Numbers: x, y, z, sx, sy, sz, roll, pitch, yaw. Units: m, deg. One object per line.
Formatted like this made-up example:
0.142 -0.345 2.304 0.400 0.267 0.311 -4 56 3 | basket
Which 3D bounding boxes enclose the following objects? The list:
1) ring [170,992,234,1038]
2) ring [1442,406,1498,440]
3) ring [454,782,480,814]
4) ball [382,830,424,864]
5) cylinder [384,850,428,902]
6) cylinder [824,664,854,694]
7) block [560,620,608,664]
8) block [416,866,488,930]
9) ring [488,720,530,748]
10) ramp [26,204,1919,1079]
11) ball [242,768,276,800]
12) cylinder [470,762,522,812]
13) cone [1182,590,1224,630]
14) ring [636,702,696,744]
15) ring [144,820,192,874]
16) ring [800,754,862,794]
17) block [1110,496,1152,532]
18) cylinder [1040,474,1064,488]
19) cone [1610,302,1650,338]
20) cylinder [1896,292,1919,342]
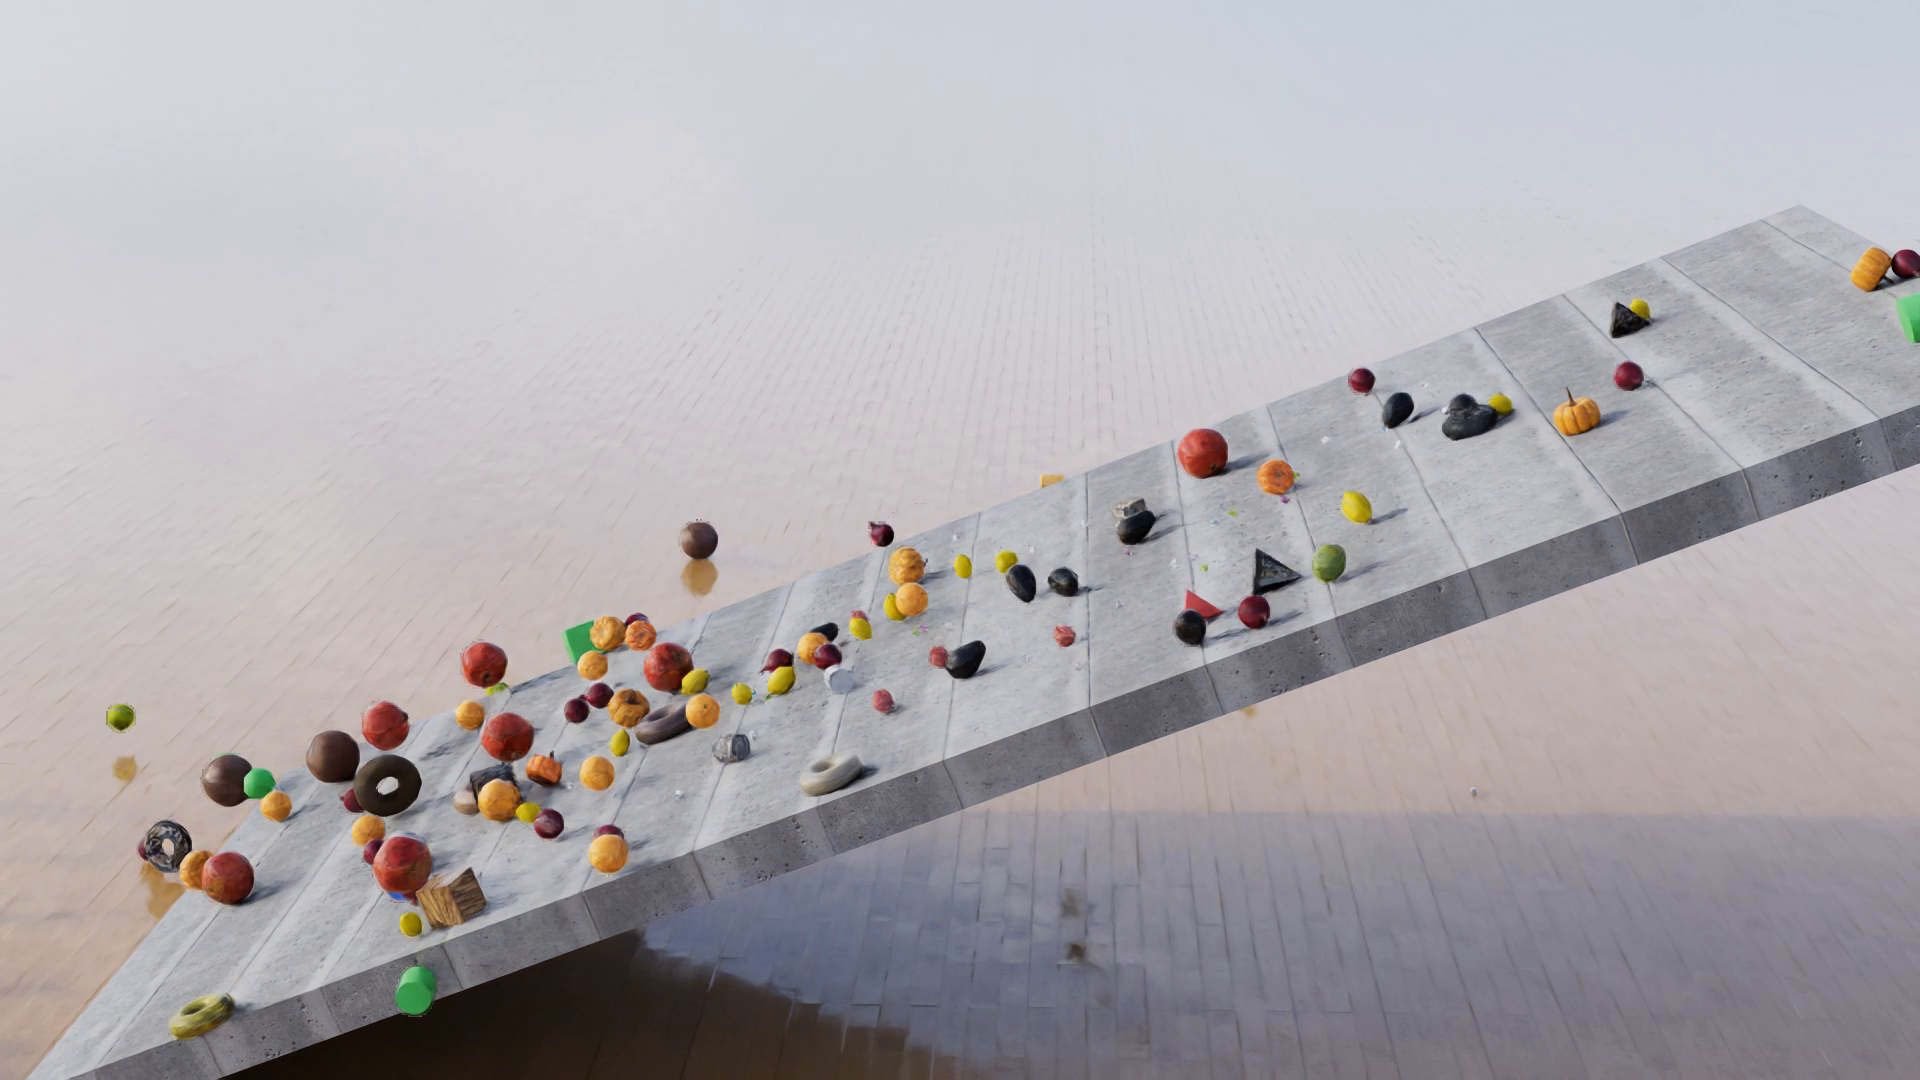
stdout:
-1.422 0.892 5.520 0.128 0.043 0.128 -21 13 5 | ring
1.063 -0.245 6.128 0.122 0.041 0.122 -20 13 5 | ring
-1.023 0.544 6.339 0.144 0.048 0.144 -20 16 6 | ring
-1.143 0.638 6.042 0.085 0.085 0.085 0 14 0 | ball
-1.100 0.667 5.839 0.080 0.080 0.080 -2 11 -6 | cylinder
-0.251 0.288 6.078 0.052 0.052 0.052 -3 7 -14 | cylinder
-0.947 0.256 7.409 0.084 0.084 0.084 -21 0 -16 | block
-0.960 0.677 5.555 0.080 0.080 0.080 -15 14 29 | block
-1.048 0.450 6.833 0.108 0.036 0.108 -22 11 4 | ring
0.121 0.174 6.292 4.000 0.100 2.000 -20 12 7 | ramp
-1.734 0.603 7.276 0.077 0.077 0.077 0 14 0 | ball
-0.984 0.524 6.234 0.088 0.088 0.088 -16 15 -5 | cylinder
0.461 0.133 5.537 0.077 0.077 0.077 5 14 0 | cone
-0.632 0.392 6.315 0.141 0.047 0.141 -22 13 5 | ring
-1.881 0.729 6.991 0.127 0.127 0.042 5 8 20 | ring
-0.239 0.433 5.445 0.123 0.041 0.123 -20 13 5 | ring
0.376 -0.056 6.471 0.058 0.058 0.058 -27 13 -22 | block
0.228 -0.136 7.281 0.053 0.053 0.053 -2 14 -5 | cylinder
1.471 -0.477 6.435 0.083 0.083 0.083 7 14 7 | cone
1.802 -0.422 5.479 0.086 0.086 0.086 -20 12 8 | cylinder
